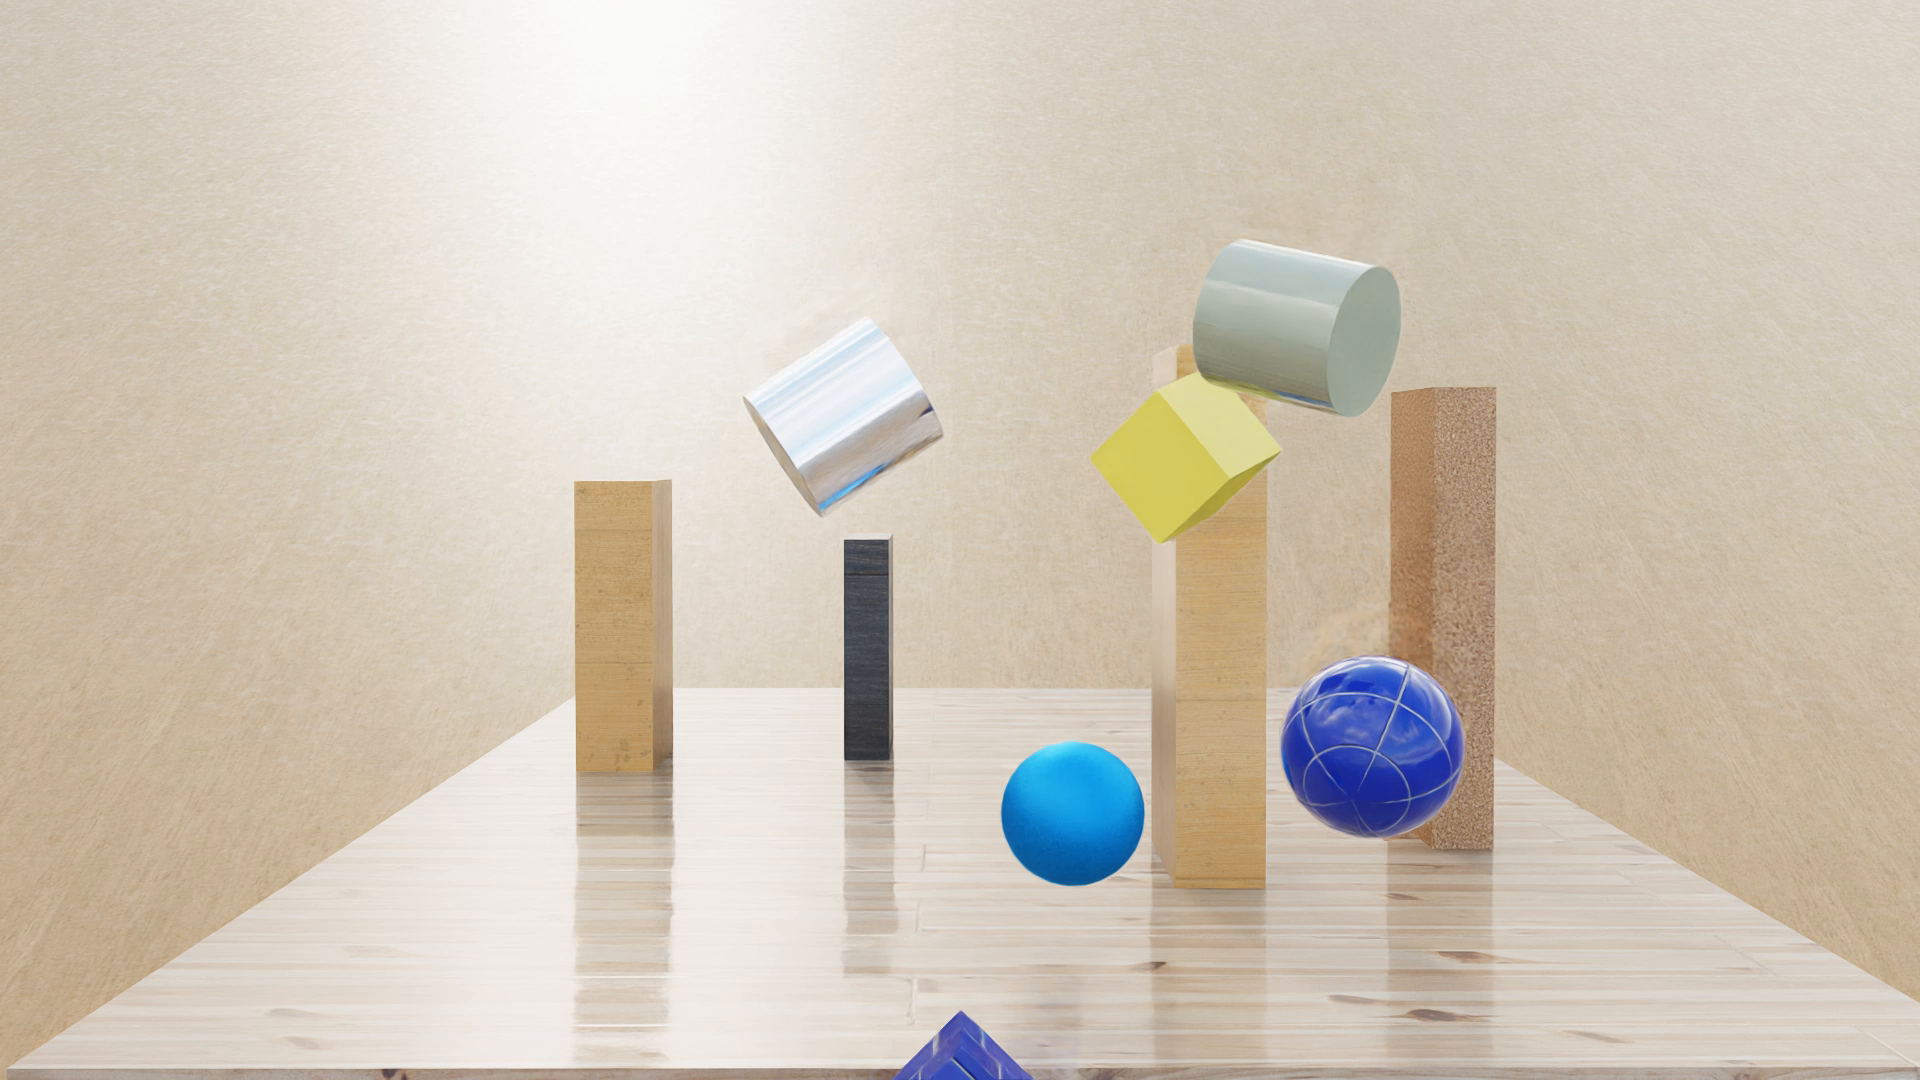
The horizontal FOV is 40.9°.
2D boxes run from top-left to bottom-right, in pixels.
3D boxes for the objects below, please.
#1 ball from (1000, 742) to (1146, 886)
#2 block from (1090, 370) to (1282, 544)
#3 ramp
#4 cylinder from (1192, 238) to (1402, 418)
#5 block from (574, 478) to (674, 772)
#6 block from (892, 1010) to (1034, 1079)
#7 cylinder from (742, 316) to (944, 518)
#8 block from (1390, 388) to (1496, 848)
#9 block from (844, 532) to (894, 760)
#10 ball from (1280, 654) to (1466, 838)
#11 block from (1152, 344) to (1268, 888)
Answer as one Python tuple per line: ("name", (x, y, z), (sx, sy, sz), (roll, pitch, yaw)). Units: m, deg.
("ball", (0.142, 0.344, 3.237), (0.181, 0.181, 0.181), (0, 24, 0))
("block", (0.252, -0.096, 2.873), (0.125, 0.125, 0.125), (52, 37, 9))
("ramp", (0.055, 0.499, 4.546), (2.000, 0.100, 4.000), (0, 2, 0))
("cylinder", (0.353, -0.222, 2.693), (0.159, 0.159, 0.159), (17, 29, 33))
("block", (-0.653, 0.157, 5.031), (0.146, 0.549, 0.351), (0, 2, 0))
("block", (0.003, 0.580, 2.466), (0.161, 0.161, 0.161), (44, 1, -2))
("cylinder", (-0.137, -0.144, 3.012), (0.171, 0.171, 0.171), (-34, 31, -7))
("block", (0.766, 0.112, 4.112), (0.094, 0.703, 0.392), (0, 2, 0))
("block", (-0.183, 0.208, 5.213), (0.088, 0.432, 0.366), (0, 2, 0))
("ball", (0.444, 0.222, 2.777), (0.198, 0.198, 0.198), (0, 24, 0))
("block", (0.361, 0.099, 3.783), (0.125, 0.754, 0.440), (0, 2, 0))
